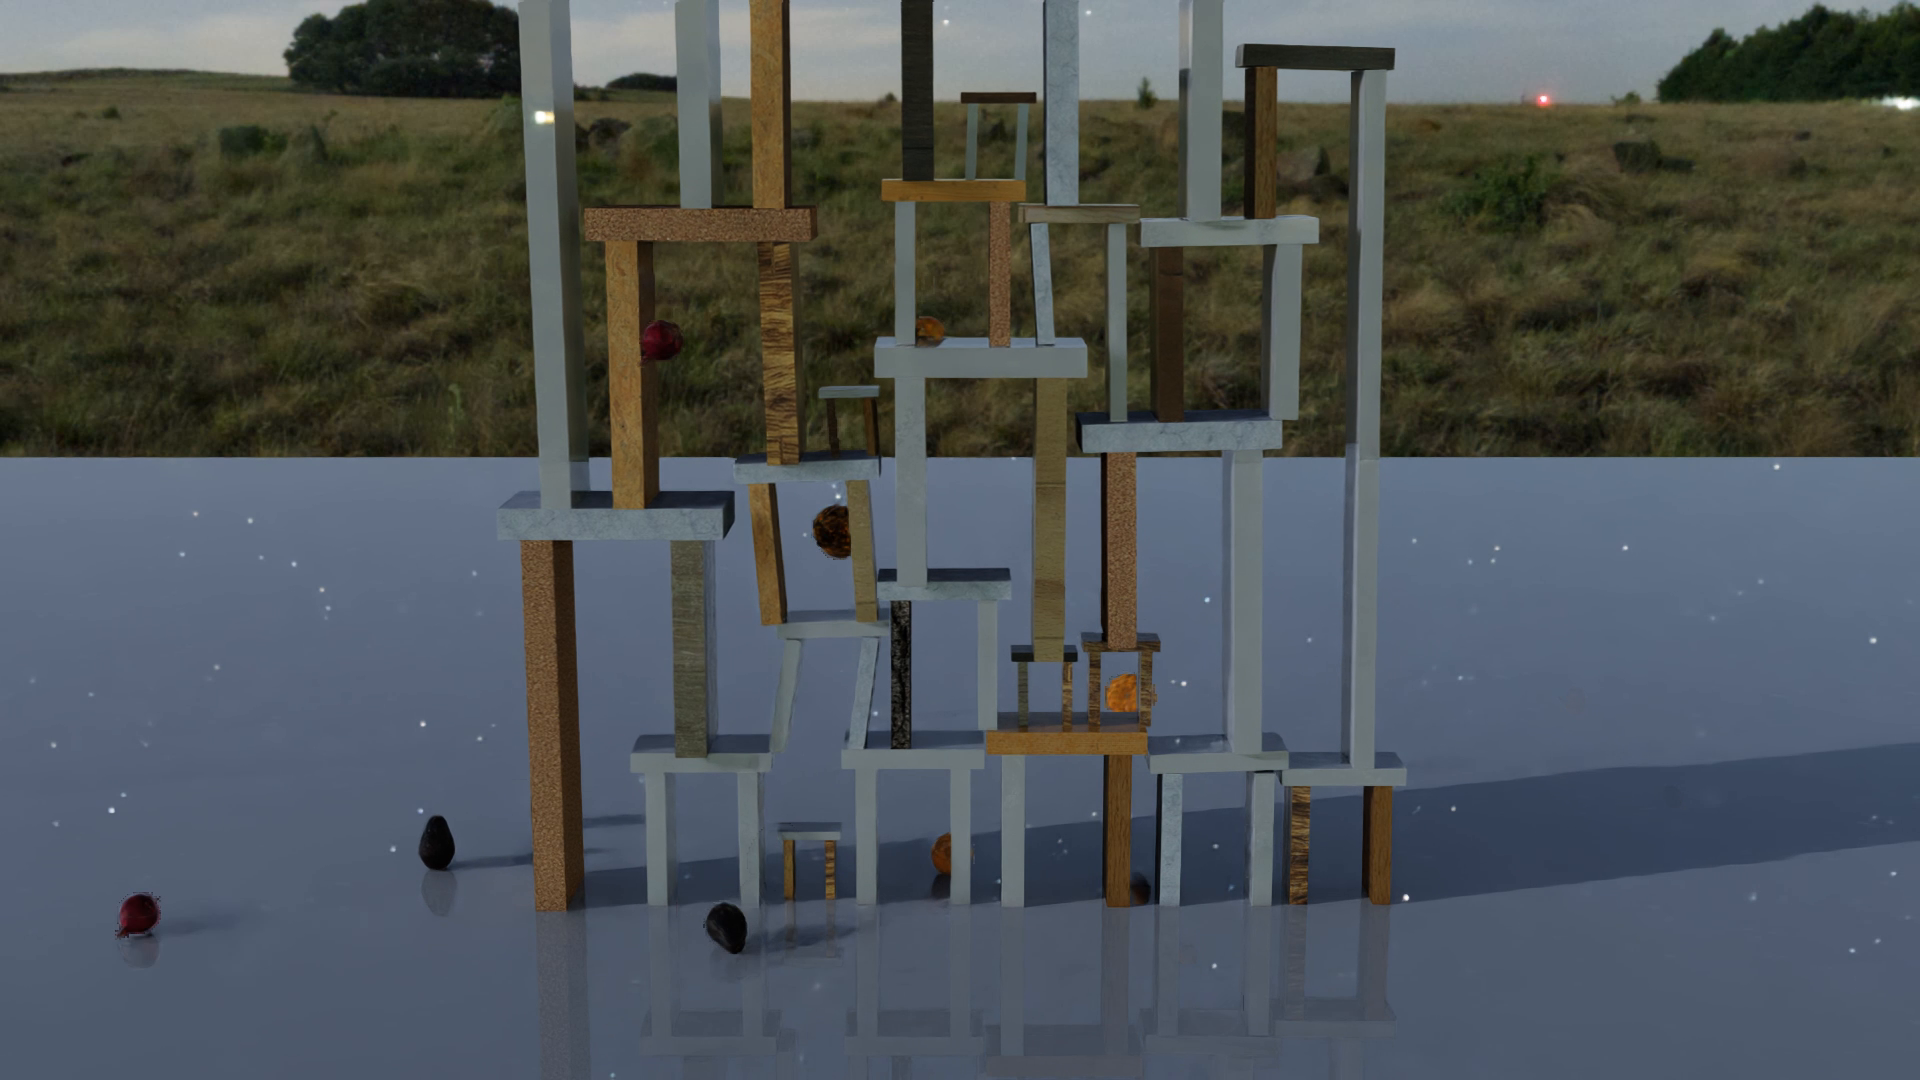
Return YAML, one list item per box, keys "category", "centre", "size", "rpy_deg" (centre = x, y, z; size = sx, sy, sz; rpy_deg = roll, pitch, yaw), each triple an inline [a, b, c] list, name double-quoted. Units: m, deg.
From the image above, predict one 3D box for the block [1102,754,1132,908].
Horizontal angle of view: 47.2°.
- category: "block"
  centre: [0.260, 0.463, 3.644]
  size: [0.037, 0.259, 0.130]
  rpy_deg: [0, 11, 0]

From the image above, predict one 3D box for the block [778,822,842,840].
- category: "block"
  centre: [-0.249, 0.483, 3.646]
  size: [0.103, 0.015, 0.051]
  rpy_deg: [0, 11, 0]

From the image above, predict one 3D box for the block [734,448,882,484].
- category: "block"
  centre: [-0.243, -0.118, 3.536]
  size: [0.230, 0.033, 0.115]
  rpy_deg: [-2, 11, 0]

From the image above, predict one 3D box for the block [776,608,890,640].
- category: "block"
  centre: [-0.204, 0.136, 3.584]
  size: [0.184, 0.026, 0.092]
  rpy_deg: [-2, 11, 0]

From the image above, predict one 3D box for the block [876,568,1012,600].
- category: "block"
  centre: [-0.026, 0.072, 3.575]
  size: [0.215, 0.030, 0.108]
  rpy_deg: [0, 11, 0]

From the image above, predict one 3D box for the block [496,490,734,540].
- category: "block"
  centre: [-0.551, -0.040, 3.554]
  size: [0.356, 0.050, 0.178]
  rpy_deg: [0, 11, 0]

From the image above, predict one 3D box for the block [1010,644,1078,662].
- category: "block"
  centre: [0.137, 0.185, 3.598]
  size: [0.107, 0.015, 0.054]
  rpy_deg: [0, 11, 0]

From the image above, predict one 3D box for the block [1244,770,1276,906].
- category: "block"
  centre: [0.495, 0.480, 3.644]
  size: [0.032, 0.225, 0.113]
  rpy_deg: [0, 11, 0]

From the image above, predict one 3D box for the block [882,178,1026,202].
- category: "block"
  centre: [-0.010, -0.550, 3.457]
  size: [0.223, 0.032, 0.112]
  rpy_deg: [0, 11, 0]

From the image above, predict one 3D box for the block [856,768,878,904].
- category: "block"
  centre: [-0.154, 0.475, 3.652]
  size: [0.033, 0.231, 0.116]
  rpy_deg: [0, 11, 0]

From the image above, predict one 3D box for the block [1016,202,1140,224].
- category: "block"
  centre: [0.185, -0.514, 3.459]
  size: [0.189, 0.027, 0.095]
  rpy_deg: [0, 11, 0]

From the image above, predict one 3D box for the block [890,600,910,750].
- category: "block"
  centre: [-0.096, 0.208, 3.601]
  size: [0.030, 0.247, 0.108]
  rpy_deg: [0, 11, 0]

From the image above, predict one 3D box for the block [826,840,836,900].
- category: "block"
  centre: [-0.215, 0.540, 3.657]
  size: [0.015, 0.103, 0.051]
  rpy_deg: [0, 11, 0]

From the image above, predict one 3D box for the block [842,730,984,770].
- category: "block"
  centre: [-0.076, 0.346, 3.628]
  size: [0.231, 0.033, 0.116]
  rpy_deg: [0, 11, 0]

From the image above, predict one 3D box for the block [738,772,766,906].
- category: "block"
  centre: [-0.345, 0.479, 3.645]
  size: [0.032, 0.228, 0.114]
  rpy_deg: [0, 11, 0]

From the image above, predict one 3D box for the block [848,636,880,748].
- category: "block"
  centre: [-0.156, 0.239, 3.602]
  size: [0.026, 0.185, 0.092]
  rpy_deg: [8, 11, -1]

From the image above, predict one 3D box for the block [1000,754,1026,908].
- category: "block"
  centre: [0.087, 0.463, 3.644]
  size: [0.037, 0.259, 0.130]
  rpy_deg: [0, 11, 0]

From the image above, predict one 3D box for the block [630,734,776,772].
- category: "block"
  centre: [-0.421, 0.351, 3.620]
  size: [0.228, 0.032, 0.114]
  rpy_deg: [0, 11, -1]

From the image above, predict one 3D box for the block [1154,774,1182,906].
- category: "block"
  centre: [0.345, 0.480, 3.644]
  size: [0.032, 0.225, 0.112]
  rpy_deg: [0, 11, 0]

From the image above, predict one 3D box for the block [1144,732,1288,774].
- category: "block"
  centre: [0.420, 0.350, 3.623]
  size: [0.225, 0.032, 0.113]
  rpy_deg: [-2, 11, 0]

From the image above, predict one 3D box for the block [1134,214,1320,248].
- category: "block"
  centre: [0.418, -0.488, 3.473]
  size: [0.275, 0.039, 0.137]
  rpy_deg: [-1, 11, 0]

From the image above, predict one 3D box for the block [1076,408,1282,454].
- category: "block"
  centre: [0.348, -0.176, 3.532]
  size: [0.315, 0.045, 0.158]
  rpy_deg: [-1, 11, 0]

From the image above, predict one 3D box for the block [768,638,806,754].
- category: "block"
  centre: [-0.282, 0.245, 3.602]
  size: [0.026, 0.189, 0.092]
  rpy_deg: [9, 11, 0]

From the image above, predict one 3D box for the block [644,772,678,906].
- category: "block"
  centre: [-0.495, 0.478, 3.646]
  size: [0.032, 0.228, 0.114]
  rpy_deg: [0, 11, 1]

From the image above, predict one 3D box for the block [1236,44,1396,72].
- category: "block"
  centre: [0.552, -0.752, 3.428]
  size: [0.231, 0.033, 0.116]
  rpy_deg: [2, 10, 1]

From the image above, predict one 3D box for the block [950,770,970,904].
- category: "block"
  centre: [0.001, 0.475, 3.652]
  size: [0.033, 0.231, 0.116]
  rpy_deg: [0, 11, 1]

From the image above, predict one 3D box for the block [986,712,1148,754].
- category: "block"
  centre: [0.173, 0.317, 3.617]
  size: [0.259, 0.037, 0.130]
  rpy_deg: [0, 11, 0]

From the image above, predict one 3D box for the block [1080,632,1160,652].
- category: "block"
  centre: [0.262, 0.167, 3.592]
  size: [0.125, 0.018, 0.063]
  rpy_deg: [0, 10, -1]

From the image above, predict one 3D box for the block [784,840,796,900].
- category: "block"
  centre: [-0.283, 0.540, 3.657]
  size: [0.015, 0.103, 0.051]
  rpy_deg: [0, 11, 0]

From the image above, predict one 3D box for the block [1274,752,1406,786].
- category: "block"
  centre: [0.625, 0.377, 3.627]
  size: [0.203, 0.029, 0.101]
  rpy_deg: [0, 11, 0]

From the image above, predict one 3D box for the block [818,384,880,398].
- category: "block"
  centre: [-0.176, -0.237, 3.509]
  size: [0.095, 0.014, 0.048]
  rpy_deg: [-2, 11, 1]

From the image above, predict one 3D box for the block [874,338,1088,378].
- category: "block"
  centre: [0.032, -0.291, 3.500]
  size: [0.332, 0.047, 0.166]
  rpy_deg: [0, 11, 0]

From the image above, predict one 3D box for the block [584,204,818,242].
- category: "block"
  centre: [-0.404, -0.500, 3.467]
  size: [0.347, 0.049, 0.174]
  rpy_deg: [0, 11, 0]

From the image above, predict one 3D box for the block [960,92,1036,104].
- category: "block"
  centre: [0.059, -0.689, 3.429]
  size: [0.117, 0.017, 0.059]
  rpy_deg: [0, 11, -1]
